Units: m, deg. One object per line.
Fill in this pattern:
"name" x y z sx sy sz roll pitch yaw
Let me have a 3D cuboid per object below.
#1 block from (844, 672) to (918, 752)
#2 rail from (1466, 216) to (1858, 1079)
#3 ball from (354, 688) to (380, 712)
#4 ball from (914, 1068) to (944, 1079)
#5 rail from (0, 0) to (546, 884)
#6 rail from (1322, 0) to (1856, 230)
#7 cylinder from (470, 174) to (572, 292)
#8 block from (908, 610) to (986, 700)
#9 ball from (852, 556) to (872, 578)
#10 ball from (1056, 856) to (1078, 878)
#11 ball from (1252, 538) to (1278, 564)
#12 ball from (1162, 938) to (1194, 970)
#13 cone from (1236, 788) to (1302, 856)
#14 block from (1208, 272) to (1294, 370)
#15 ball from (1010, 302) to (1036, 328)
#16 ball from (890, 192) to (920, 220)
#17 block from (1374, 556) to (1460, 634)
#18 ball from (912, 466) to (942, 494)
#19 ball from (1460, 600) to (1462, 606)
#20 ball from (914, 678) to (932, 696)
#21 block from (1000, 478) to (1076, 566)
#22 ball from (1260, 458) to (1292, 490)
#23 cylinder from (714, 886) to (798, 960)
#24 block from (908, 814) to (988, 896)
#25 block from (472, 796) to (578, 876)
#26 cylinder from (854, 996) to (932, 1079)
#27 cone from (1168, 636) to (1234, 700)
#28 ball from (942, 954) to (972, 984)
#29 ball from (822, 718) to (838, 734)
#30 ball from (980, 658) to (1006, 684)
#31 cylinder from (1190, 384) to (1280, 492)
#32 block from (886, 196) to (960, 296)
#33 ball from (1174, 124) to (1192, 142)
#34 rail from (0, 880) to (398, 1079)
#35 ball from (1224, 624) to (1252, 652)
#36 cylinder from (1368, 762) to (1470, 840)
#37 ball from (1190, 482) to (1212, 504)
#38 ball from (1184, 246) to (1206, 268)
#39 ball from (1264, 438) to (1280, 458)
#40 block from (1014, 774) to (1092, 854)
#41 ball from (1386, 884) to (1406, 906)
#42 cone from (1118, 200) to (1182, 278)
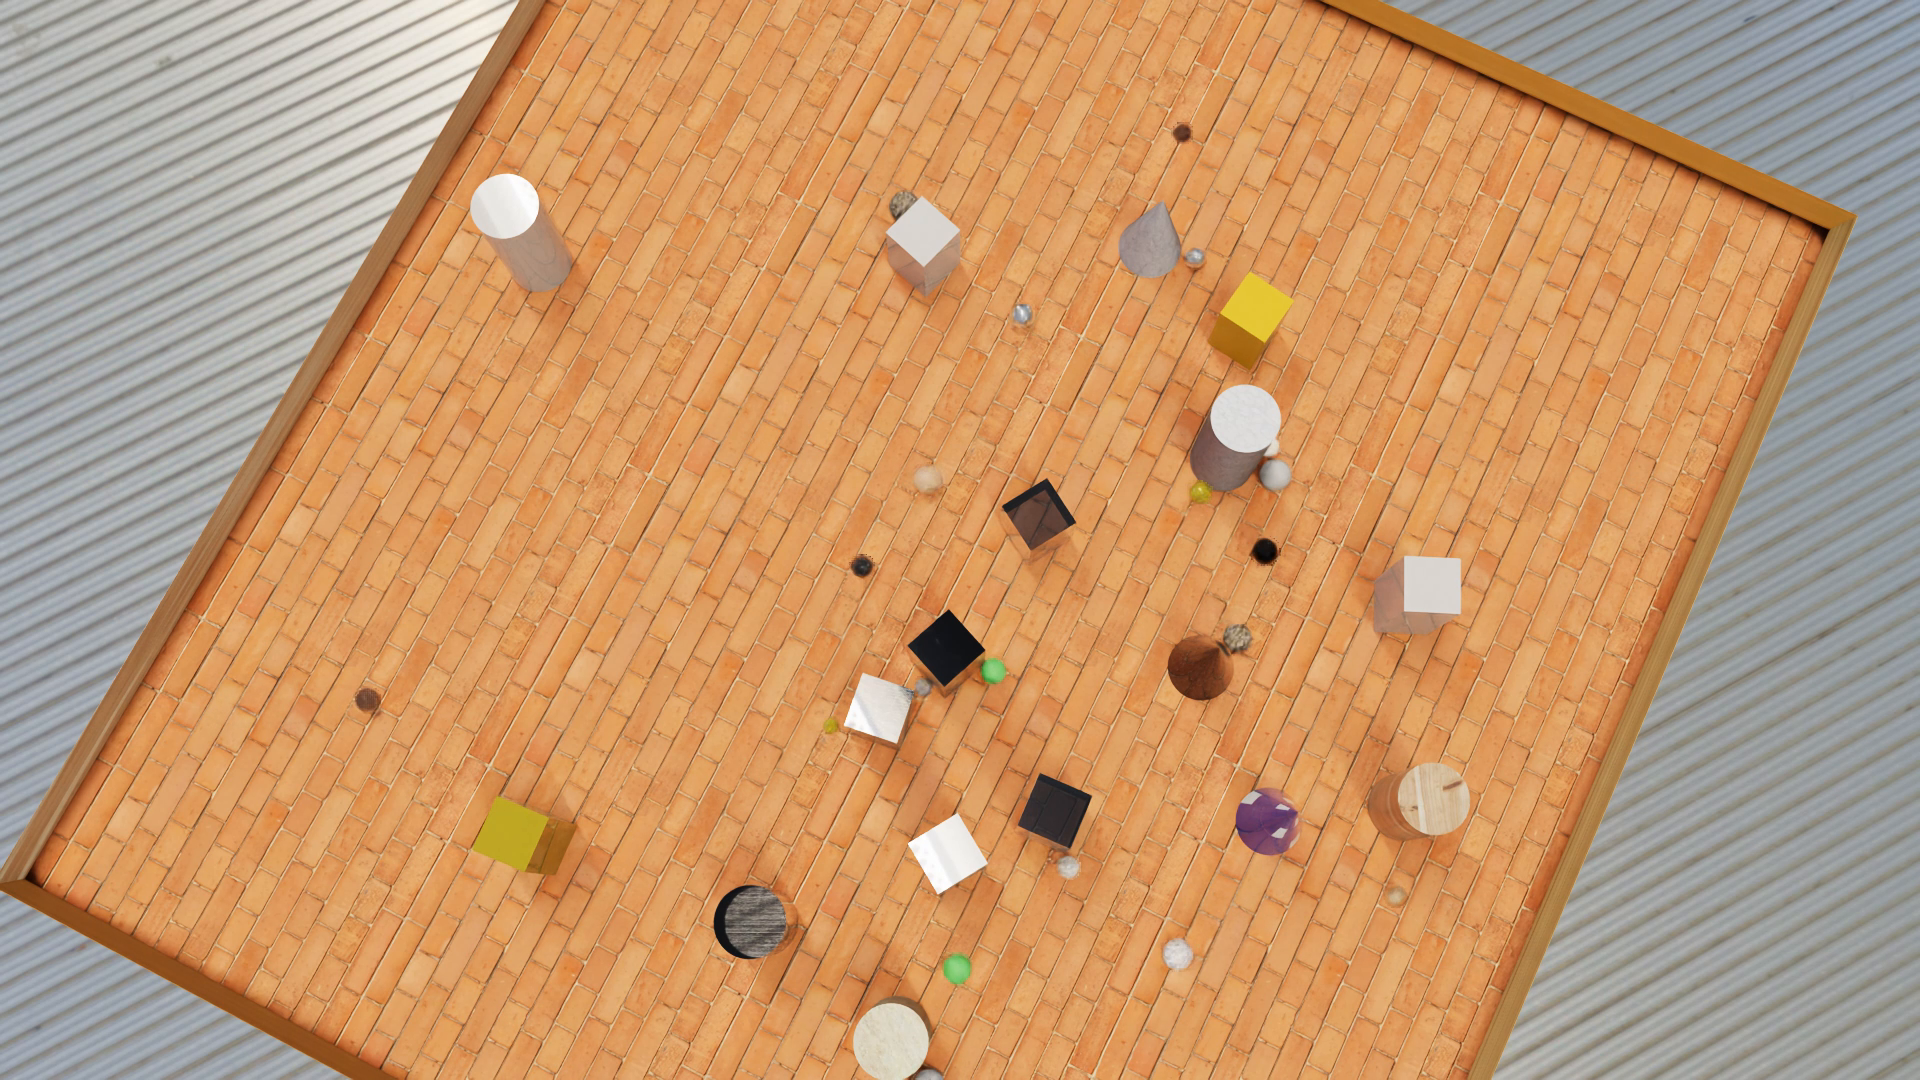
"block" -0.230 0.507 5.380 0.160 0.258 0.160 18 79 4
"rail" 1.803 0.890 5.365 0.045 0.130 4.327 26 80 5
"ball" -1.774 0.479 5.482 0.069 0.069 0.069 0 78 0
"ball" -0.089 1.560 5.249 0.088 0.088 0.088 0 78 0
"rail" -1.803 -0.876 5.731 0.045 0.130 4.327 26 80 5
"rail" 0.957 -1.867 5.936 4.079 0.130 0.045 26 80 5
"cylinder" -1.328 -0.926 5.571 0.200 0.466 0.200 0 78 0
"block" -0.039 0.339 5.394 0.160 0.299 0.160 -41 81 -8
"ball" -0.298 0.082 5.567 0.065 0.065 0.065 0 78 0
"ball" 0.316 0.961 5.384 0.065 0.065 0.065 0 78 0
"ball" 0.927 0.035 5.569 0.079 0.079 0.079 0 78 0
"ball" 0.632 1.203 5.321 0.090 0.090 0.090 0 78 0
"cone" 0.918 0.787 5.210 0.200 0.476 0.200 0 78 0
"block" 0.887 -0.666 5.608 0.160 0.287 0.160 35 80 7
"ball" 0.194 -0.701 5.721 0.081 0.081 0.081 0 78 0
"ball" -0.172 -1.050 5.783 0.100 0.100 0.100 0 78 0
"block" 1.340 0.166 5.385 0.160 0.386 0.160 3 78 1
"ball" -0.099 -0.184 5.608 0.091 0.091 0.091 0 78 0
"ball" 1.472 0.192 5.535 0.082 0.082 0.082 0 78 0
"ball" -0.110 0.443 5.498 0.054 0.054 0.054 0 78 0
"block" 0.232 -0.051 5.503 0.160 0.244 0.160 -32 80 -6
"ball" 0.965 -0.200 5.608 0.097 0.097 0.097 0 78 0
"cylinder" -0.574 1.083 5.195 0.200 0.387 0.200 0 78 0
"block" -0.033 0.901 5.227 0.160 0.397 0.160 -31 80 -6
"block" -1.239 0.849 5.242 0.160 0.390 0.160 22 79 4
"cylinder" -0.183 1.377 5.085 0.200 0.483 0.200 0 78 0
"cone" 0.727 0.344 5.335 0.200 0.412 0.200 0 78 0
"ball" -0.009 1.246 5.316 0.084 0.084 0.084 0 78 0
"ball" -0.386 0.555 5.477 0.048 0.048 0.048 0 78 0
"ball" 0.100 0.393 5.487 0.076 0.076 0.076 0 78 0
"cylinder" 0.811 -0.296 5.432 0.200 0.481 0.200 0 78 0
"block" -0.111 -0.903 5.661 0.160 0.278 0.160 43 81 8
"ball" 0.711 -1.299 5.856 0.058 0.058 0.058 0 78 0
"rail" -0.957 1.881 5.160 4.079 0.130 0.045 26 80 5
"ball" 0.834 0.294 5.507 0.087 0.087 0.087 0 78 0
"cylinder" 1.313 0.756 5.263 0.200 0.386 0.200 0 78 0
"ball" 0.737 -0.145 5.610 0.069 0.069 0.069 0 78 0
"ball" 0.739 -0.889 5.767 0.066 0.066 0.066 0 78 0
"ball" 0.952 -0.287 5.643 0.065 0.065 0.065 0 78 0
"block" 0.264 0.789 5.269 0.160 0.361 0.160 23 79 5
"ball" 1.278 1.040 5.370 0.062 0.062 0.062 0 78 0
"cone" 0.601 -0.966 5.613 0.200 0.398 0.200 0 78 0
